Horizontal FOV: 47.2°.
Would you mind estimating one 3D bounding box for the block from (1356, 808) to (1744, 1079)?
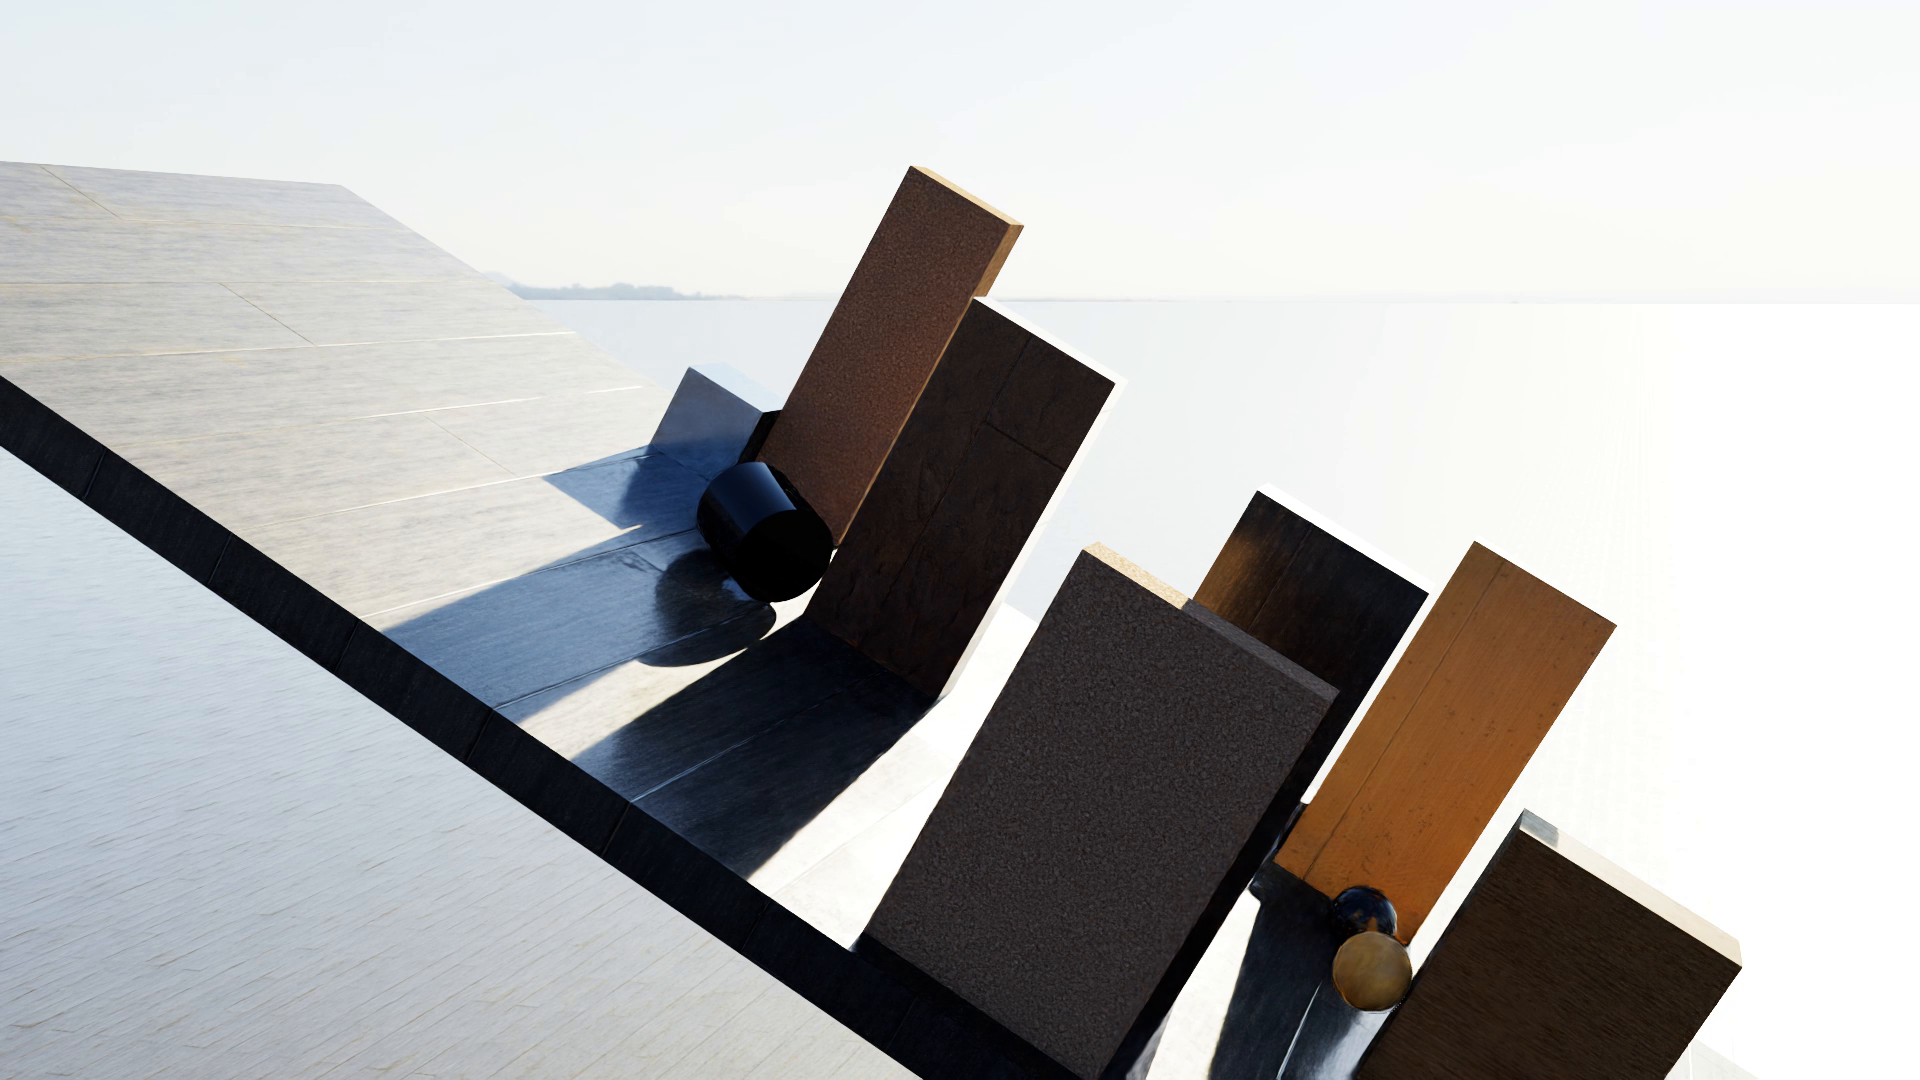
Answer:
[{"bbox_3d":[0.952,0.762,3.571,0.393,0.501,0.147,32,15,11],"label":"block"}]

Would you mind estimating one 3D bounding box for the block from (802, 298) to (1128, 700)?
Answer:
[{"bbox_3d":[0.005,-0.078,4.222,0.316,0.707,0.102,32,15,11],"label":"block"}]

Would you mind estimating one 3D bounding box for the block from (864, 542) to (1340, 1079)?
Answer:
[{"bbox_3d":[0.191,0.386,3.100,0.395,0.653,0.090,32,15,11],"label":"block"}]

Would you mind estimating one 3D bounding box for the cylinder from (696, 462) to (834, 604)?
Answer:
[{"bbox_3d":[-0.382,-0.016,4.288,0.204,0.204,0.204,-4,30,-28],"label":"cylinder"}]

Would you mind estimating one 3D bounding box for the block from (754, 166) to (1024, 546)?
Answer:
[{"bbox_3d":[-0.171,-0.398,4.793,0.255,0.799,0.116,32,15,11],"label":"block"}]

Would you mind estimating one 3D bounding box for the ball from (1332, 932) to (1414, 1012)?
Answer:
[{"bbox_3d":[0.683,0.714,3.639,0.131,0.131,0.131,0,7,0],"label":"ball"}]

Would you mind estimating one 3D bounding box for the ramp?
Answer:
[{"bbox_3d":[-0.191,0.316,4.132,4.000,0.100,2.000,32,15,11],"label":"ramp"}]

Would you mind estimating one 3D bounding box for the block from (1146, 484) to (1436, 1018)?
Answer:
[{"bbox_3d":[0.398,0.329,3.414,0.297,0.789,0.103,32,15,11],"label":"block"}]

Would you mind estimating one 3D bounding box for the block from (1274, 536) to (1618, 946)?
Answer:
[{"bbox_3d":[0.942,0.394,4.294,0.308,0.756,0.088,32,15,11],"label":"block"}]

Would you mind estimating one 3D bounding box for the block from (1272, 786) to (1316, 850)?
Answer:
[{"bbox_3d":[0.672,0.558,4.512,0.116,0.116,0.116,15,20,-44],"label":"block"}]

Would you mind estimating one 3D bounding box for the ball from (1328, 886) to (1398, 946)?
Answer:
[{"bbox_3d":[0.753,0.712,4.116,0.129,0.129,0.129,0,7,0],"label":"ball"}]

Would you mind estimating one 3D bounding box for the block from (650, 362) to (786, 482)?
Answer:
[{"bbox_3d":[-0.521,-0.253,4.846,0.197,0.197,0.197,32,15,11],"label":"block"}]
